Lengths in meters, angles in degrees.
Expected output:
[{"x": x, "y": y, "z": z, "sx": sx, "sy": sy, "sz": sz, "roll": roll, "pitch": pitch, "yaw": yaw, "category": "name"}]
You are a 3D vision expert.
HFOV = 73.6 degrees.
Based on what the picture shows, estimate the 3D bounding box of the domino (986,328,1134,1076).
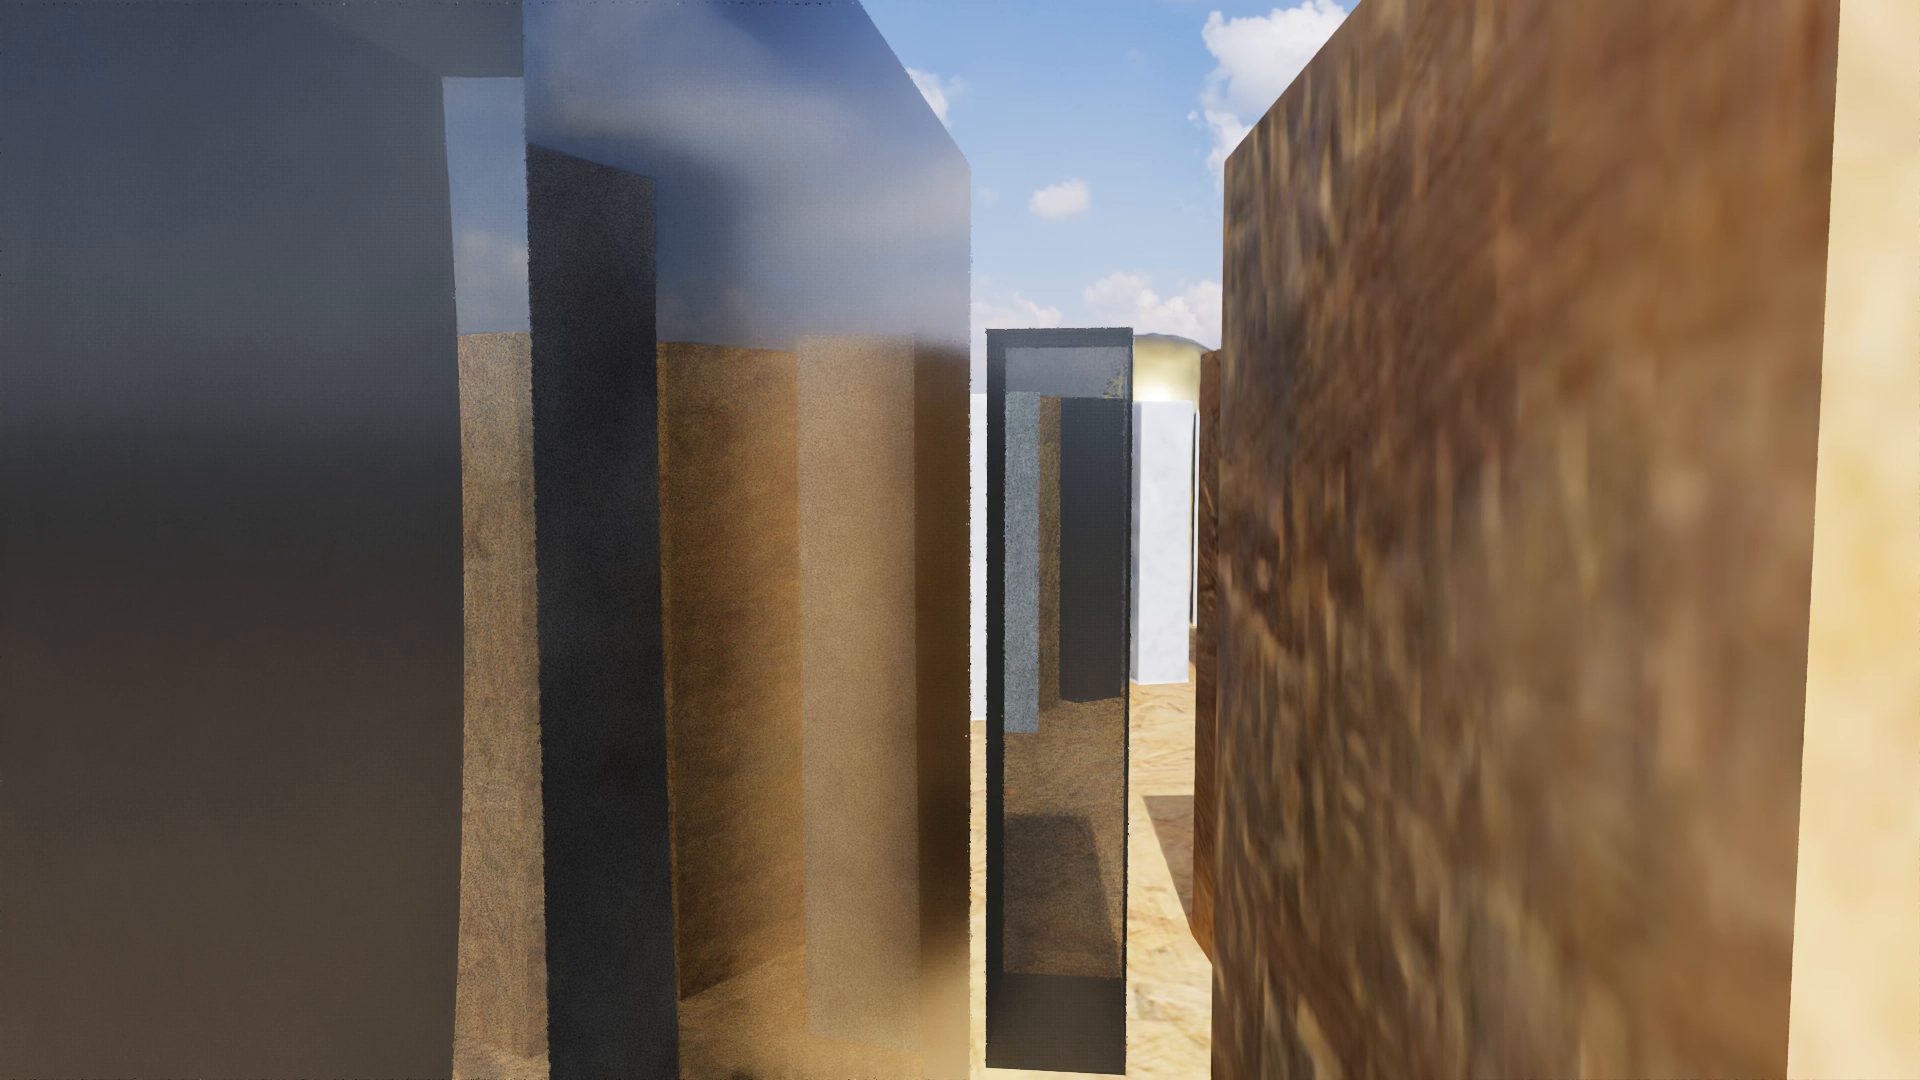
[{"x": 0.008, "y": 0.010, "z": 0.098, "sx": 0.010, "sy": 0.050, "sz": 0.025, "roll": 0, "pitch": 4, "yaw": 6, "category": "domino"}]

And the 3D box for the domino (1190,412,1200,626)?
[{"x": 0.061, "y": -0.006, "z": 0.311, "sx": 0.009, "sy": 0.050, "sz": 0.025, "roll": 1, "pitch": 4, "yaw": 9, "category": "domino"}]

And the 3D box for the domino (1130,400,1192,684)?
[{"x": 0.033, "y": 0.000, "z": 0.238, "sx": 0.009, "sy": 0.050, "sz": 0.025, "roll": -1, "pitch": 4, "yaw": -16, "category": "domino"}]

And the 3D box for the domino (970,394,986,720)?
[{"x": 0.000, "y": 0.002, "z": 0.201, "sx": 0.025, "sy": 0.050, "sz": 0.009, "roll": 0, "pitch": 4, "yaw": 0, "category": "domino"}]

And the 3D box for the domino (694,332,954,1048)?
[{"x": -0.010, "y": 0.010, "z": 0.102, "sx": 0.010, "sy": 0.050, "sz": 0.025, "roll": 2, "pitch": 5, "yaw": 22, "category": "domino"}]

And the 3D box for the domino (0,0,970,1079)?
[{"x": -0.006, "y": 0.016, "z": 0.025, "sx": 0.009, "sy": 0.050, "sz": 0.025, "roll": 1, "pitch": 4, "yaw": 9, "category": "domino"}]

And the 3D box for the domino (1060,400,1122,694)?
[{"x": 0.017, "y": 0.000, "z": 0.230, "sx": 0.009, "sy": 0.050, "sz": 0.025, "roll": -3, "pitch": 5, "yaw": -36, "category": "domino"}]

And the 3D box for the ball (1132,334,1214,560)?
[{"x": 0.066, "y": -0.031, "z": 0.440, "sx": 0.080, "sy": 0.080, "sz": 0.080, "roll": 0, "pitch": 4, "yaw": 0, "category": "ball"}]

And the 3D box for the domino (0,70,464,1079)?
[{"x": -0.024, "y": 0.015, "z": 0.029, "sx": 0.009, "sy": 0.050, "sz": 0.025, "roll": 1, "pitch": 5, "yaw": 18, "category": "domino"}]

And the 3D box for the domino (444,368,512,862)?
[{"x": -0.052, "y": 0.008, "z": 0.134, "sx": 0.025, "sy": 0.050, "sz": 0.010, "roll": -4, "pitch": 6, "yaw": -40, "category": "domino"}]

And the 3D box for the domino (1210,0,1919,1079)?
[{"x": 0.012, "y": 0.016, "z": 0.024, "sx": 0.010, "sy": 0.050, "sz": 0.025, "roll": 0, "pitch": 4, "yaw": 1, "category": "domino"}]

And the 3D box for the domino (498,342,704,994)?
[{"x": -0.025, "y": 0.009, "z": 0.110, "sx": 0.009, "sy": 0.050, "sz": 0.025, "roll": 3, "pitch": 5, "yaw": 33, "category": "domino"}]

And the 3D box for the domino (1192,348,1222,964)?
[{"x": 0.026, "y": 0.010, "z": 0.097, "sx": 0.010, "sy": 0.050, "sz": 0.025, "roll": 0, "pitch": 4, "yaw": -4, "category": "domino"}]

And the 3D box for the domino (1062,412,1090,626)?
[{"x": 0.026, "y": -0.006, "z": 0.311, "sx": 0.010, "sy": 0.050, "sz": 0.025, "roll": -1, "pitch": 4, "yaw": -8, "category": "domino"}]

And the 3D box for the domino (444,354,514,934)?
[{"x": -0.040, "y": 0.008, "z": 0.121, "sx": 0.010, "sy": 0.050, "sz": 0.025, "roll": 4, "pitch": 6, "yaw": 42, "category": "domino"}]

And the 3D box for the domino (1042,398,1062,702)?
[{"x": 0.004, "y": 0.001, "z": 0.218, "sx": 0.025, "sy": 0.050, "sz": 0.009, "roll": 3, "pitch": 5, "yaw": 36, "category": "domino"}]
